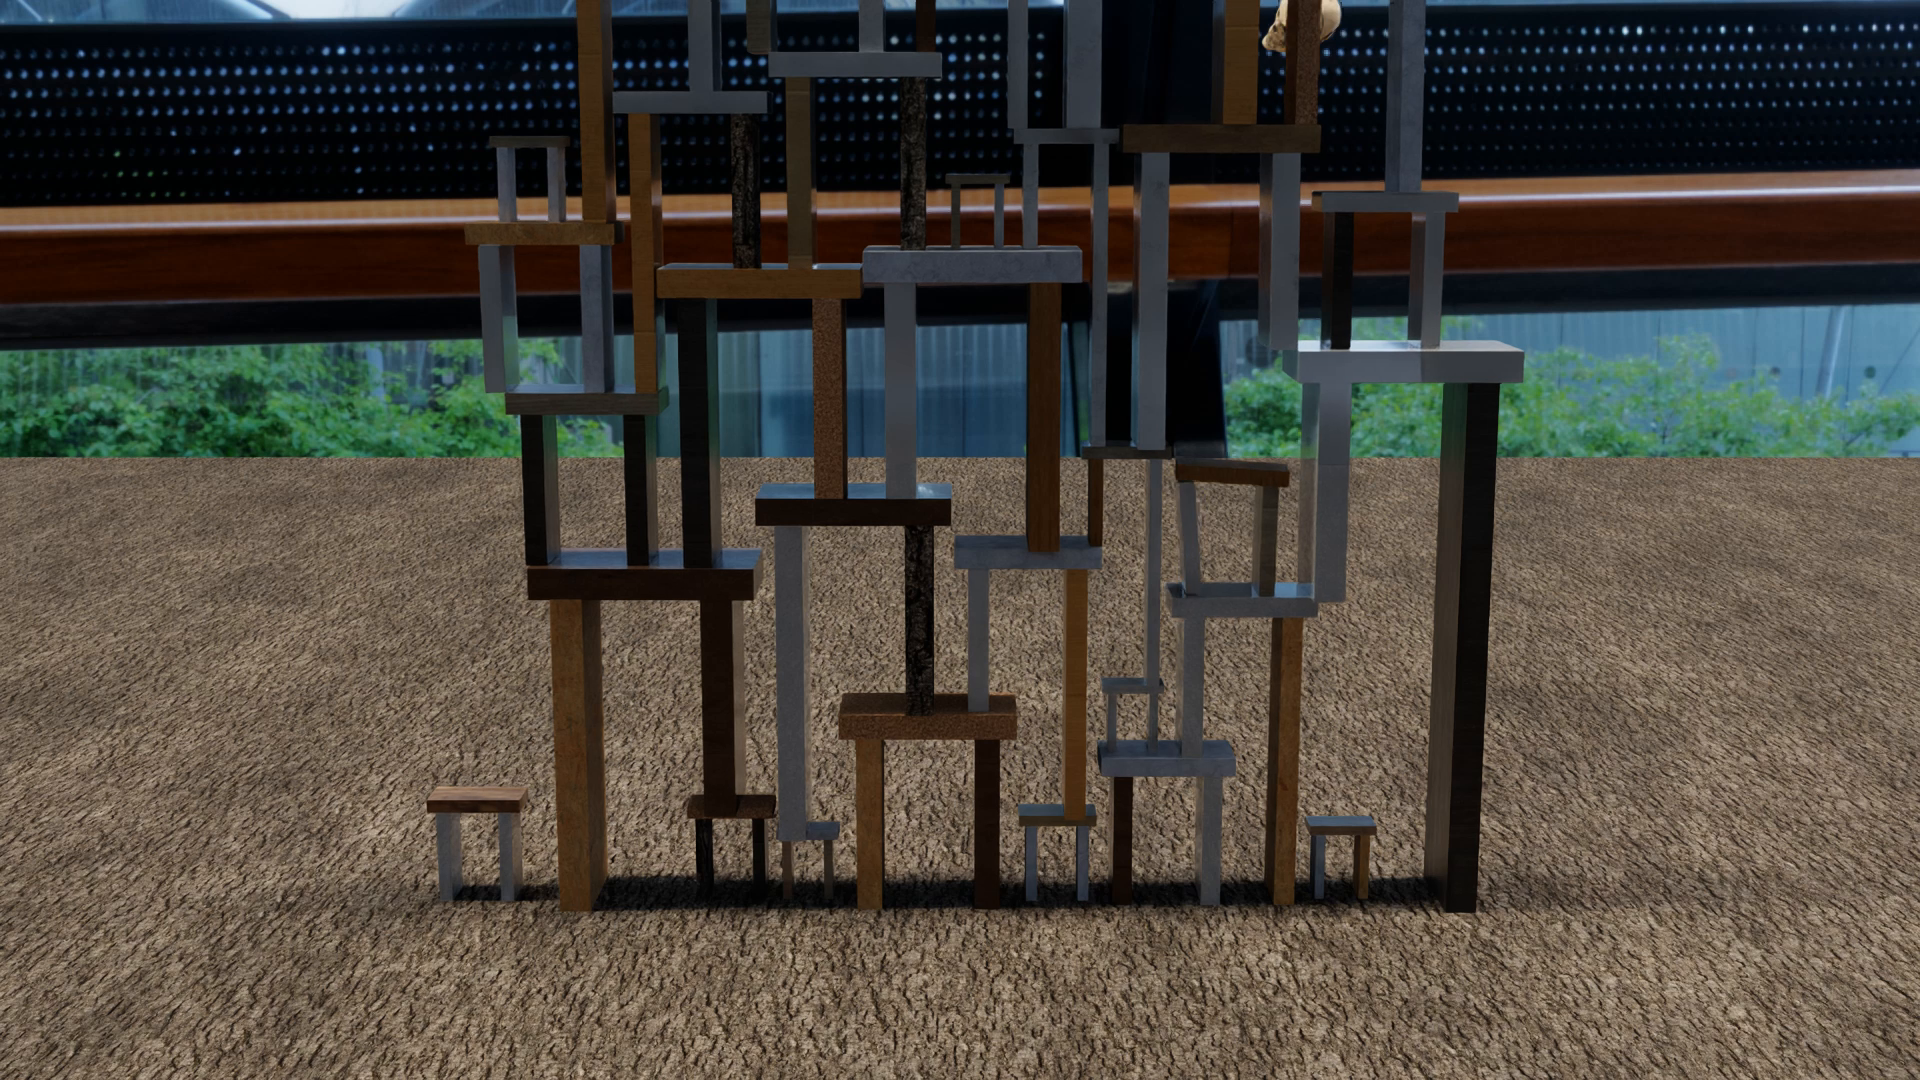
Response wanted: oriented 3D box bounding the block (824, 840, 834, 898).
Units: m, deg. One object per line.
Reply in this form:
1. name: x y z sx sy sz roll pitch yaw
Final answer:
1. block: -0.218 0.540 3.659 0.015 0.103 0.051 0 11 0

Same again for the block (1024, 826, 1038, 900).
1. block: 0.118 0.527 3.656 0.018 0.128 0.064 0 11 0

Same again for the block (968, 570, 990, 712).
1. block: 0.030 0.152 3.589 0.033 0.236 0.118 0 11 0

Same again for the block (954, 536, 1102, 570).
1. block: 0.109 0.019 3.564 0.236 0.033 0.118 0 11 0

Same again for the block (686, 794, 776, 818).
1. block: -0.378 0.442 3.645 0.140 0.020 0.070 0 11 0

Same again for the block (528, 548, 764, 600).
1. block: -0.507 0.054 3.575 0.358 0.051 0.179 0 11 0

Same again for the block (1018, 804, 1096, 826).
1. block: 0.161 0.456 3.642 0.128 0.018 0.064 0 11 0

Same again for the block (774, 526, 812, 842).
1. block: -0.272 0.219 3.599 0.044 0.520 0.155 0 11 0

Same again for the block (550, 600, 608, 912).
1. block: -0.627 0.334 3.627 0.051 0.518 0.179 0 11 0

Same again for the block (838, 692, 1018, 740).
1. block: -0.052 0.288 3.609 0.287 0.041 0.144 0 11 0

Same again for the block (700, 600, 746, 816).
1. block: -0.388 0.255 3.613 0.051 0.358 0.179 0 11 0

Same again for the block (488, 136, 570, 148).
1. block: -0.673 -0.624 3.441 0.116 0.016 0.058 0 12 0

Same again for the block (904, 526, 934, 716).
1. block: -0.065 0.116 3.580 0.044 0.310 0.155 0 11 0

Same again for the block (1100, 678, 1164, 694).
1. block: 0.282 0.238 3.603 0.101 0.014 0.050 0 11 0

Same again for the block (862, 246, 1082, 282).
1. block: 0.020 -0.437 3.479 0.339 0.048 0.170 0 11 0

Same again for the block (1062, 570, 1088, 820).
1. block: 0.188 0.241 3.606 0.033 0.418 0.118 0 11 0

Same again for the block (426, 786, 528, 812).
1. block: -0.798 0.430 3.639 0.152 0.022 0.076 0 11 0

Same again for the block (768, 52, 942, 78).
1. block: -0.160 -0.737 3.418 0.264 0.037 0.132 0 11 0

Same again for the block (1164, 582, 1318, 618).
1. block: 0.456 0.097 3.580 0.234 0.033 0.117 0 11 0

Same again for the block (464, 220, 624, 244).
1. block: -0.653 -0.485 3.470 0.231 0.033 0.116 0 11 -1

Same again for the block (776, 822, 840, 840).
1. block: -0.252 0.482 3.648 0.103 0.015 0.051 0 11 0

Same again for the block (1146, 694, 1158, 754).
1. block: 0.316 0.295 3.613 0.014 0.101 0.050 0 11 0

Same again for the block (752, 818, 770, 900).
1. block: -0.331 0.520 3.659 0.020 0.140 0.070 0 10 0

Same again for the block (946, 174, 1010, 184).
1. block: 0.028 -0.568 3.454 0.102 0.014 0.051 0 11 0

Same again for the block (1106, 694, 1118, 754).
1. block: 0.249 0.295 3.613 0.014 0.101 0.050 0 11 0

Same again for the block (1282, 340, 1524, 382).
1. block: 0.701 -0.284 3.499 0.349 0.049 0.175 0 11 0

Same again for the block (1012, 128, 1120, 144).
1. block: 0.165 -0.632 3.439 0.163 0.023 0.081 0 11 0

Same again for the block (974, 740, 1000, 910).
1. block: 0.044 0.450 3.639 0.041 0.287 0.144 0 11 0

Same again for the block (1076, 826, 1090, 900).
1. block: 0.203 0.527 3.656 0.018 0.128 0.064 0 11 0

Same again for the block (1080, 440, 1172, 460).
1. block: 0.265 -0.145 3.528 0.141 0.020 0.071 0 11 0

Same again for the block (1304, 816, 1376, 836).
1. block: 0.632 0.474 3.650 0.110 0.016 0.055 0 11 0

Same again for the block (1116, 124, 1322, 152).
1. block: 0.401 -0.628 3.438 0.302 0.043 0.151 0 10 0

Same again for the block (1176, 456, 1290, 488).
1. block: 0.438 -0.110 3.540 0.178 0.025 0.089 4 11 4

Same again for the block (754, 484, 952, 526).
1. block: -0.169 -0.058 3.548 0.310 0.044 0.155 0 11 0

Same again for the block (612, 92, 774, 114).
1. block: -0.414 -0.683 3.433 0.237 0.034 0.118 0 11 0

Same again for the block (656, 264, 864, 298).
1. block: -0.312 -0.411 3.480 0.315 0.045 0.158 0 11 0

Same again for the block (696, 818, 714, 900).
1. block: -0.425 0.520 3.659 0.020 0.140 0.070 0 11 0

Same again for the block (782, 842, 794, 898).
1. block: -0.286 0.540 3.659 0.015 0.103 0.051 0 11 0

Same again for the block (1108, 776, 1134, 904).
1. block: 0.266 0.483 3.649 0.031 0.219 0.109 0 11 0

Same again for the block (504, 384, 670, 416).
1. block: -0.595 -0.225 3.519 0.242 0.034 0.121 0 11 0

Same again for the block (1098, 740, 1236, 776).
1. block: 0.339 0.360 3.626 0.219 0.031 0.109 0 11 0

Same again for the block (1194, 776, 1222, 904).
1. block: 0.412 0.483 3.649 0.031 0.219 0.109 0 11 0

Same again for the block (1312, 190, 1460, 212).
1. block: 0.666 -0.532 3.456 0.211 0.030 0.106 0 11 0

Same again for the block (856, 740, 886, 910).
1. block: -0.147 0.450 3.639 0.041 0.287 0.144 0 11 0
